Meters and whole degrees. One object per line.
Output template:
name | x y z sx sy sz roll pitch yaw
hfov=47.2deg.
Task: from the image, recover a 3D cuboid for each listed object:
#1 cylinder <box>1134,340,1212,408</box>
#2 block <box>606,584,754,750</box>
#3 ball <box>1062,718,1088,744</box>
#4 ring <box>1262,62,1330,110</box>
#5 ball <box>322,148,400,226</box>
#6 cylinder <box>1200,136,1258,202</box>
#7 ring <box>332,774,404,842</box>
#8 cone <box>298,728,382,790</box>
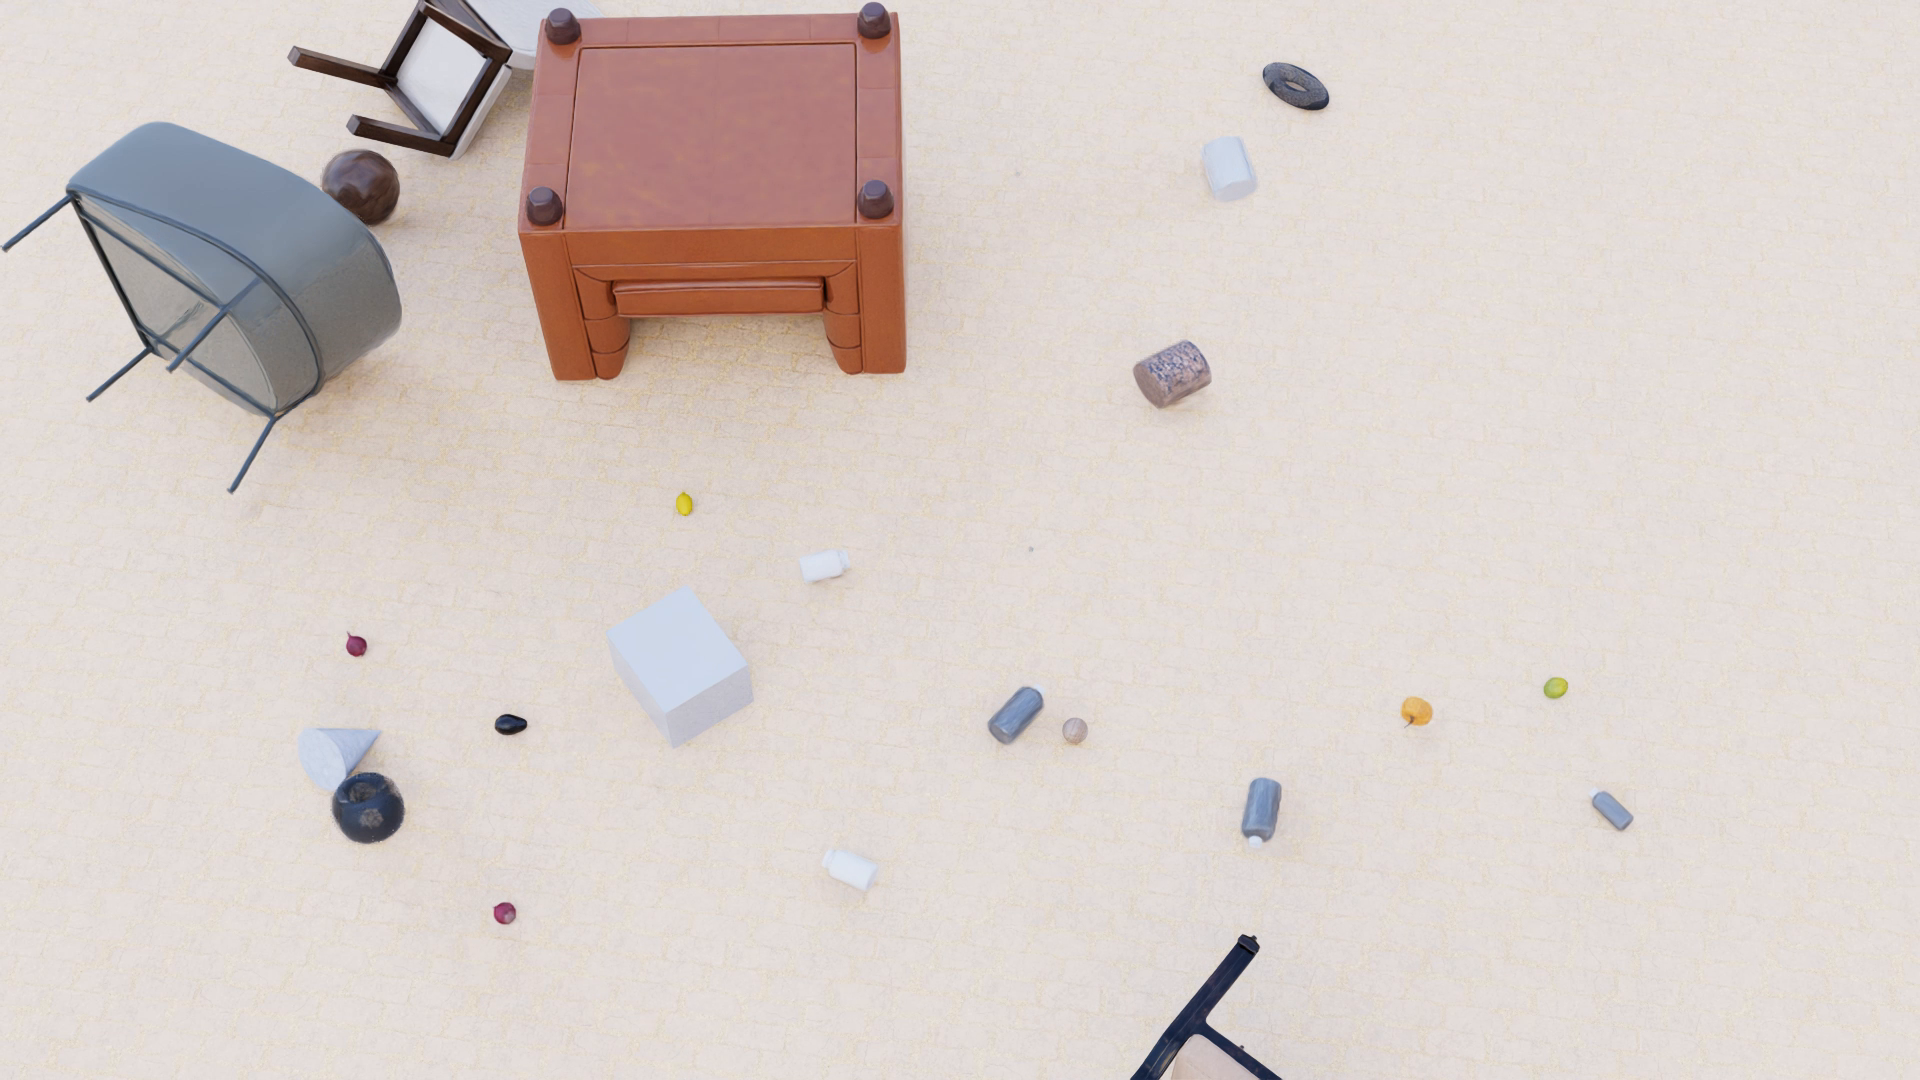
cylinder | 0.661 -0.514 6.835 0.178 0.139 0.170 -27 53 -17
block | -0.790 0.358 6.209 0.270 0.207 0.323 -31 61 -19
ball | 0.323 0.535 6.171 0.074 0.074 0.074 0 56 0
ring | 1.159 -1.566 7.588 0.270 0.062 0.144 37 65 23
ball | -1.962 -1.156 7.199 0.250 0.250 0.250 0 56 0
cylinder | 0.897 -1.240 7.346 0.145 0.094 0.201 -18 56 7
ring | -1.606 0.726 5.970 0.186 0.127 0.244 -24 28 -21
cone | -1.696 0.571 6.137 0.216 0.186 0.211 -2 17 41
